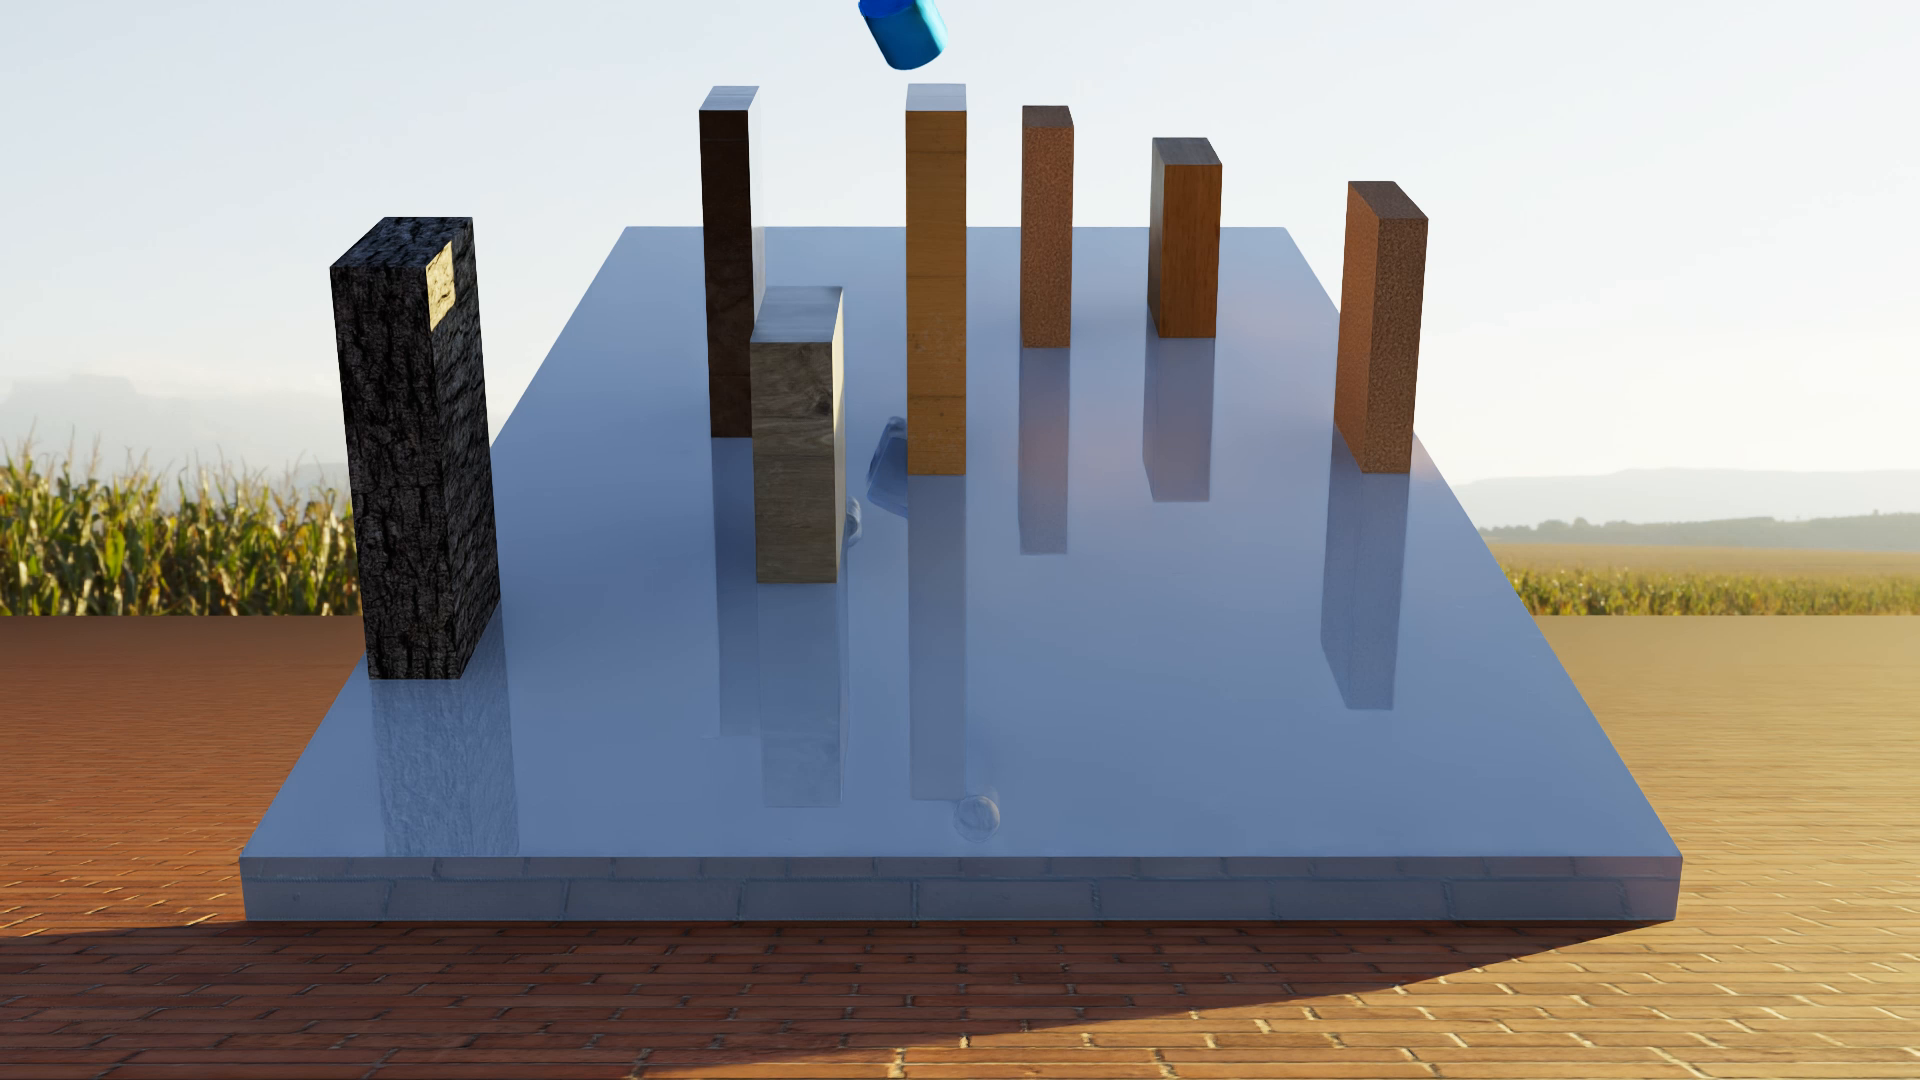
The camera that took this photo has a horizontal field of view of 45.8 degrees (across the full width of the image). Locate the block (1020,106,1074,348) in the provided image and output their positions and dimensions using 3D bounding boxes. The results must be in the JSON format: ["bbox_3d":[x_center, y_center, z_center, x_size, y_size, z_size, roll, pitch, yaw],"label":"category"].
[{"bbox_3d":[0.214,-0.784,5.660,0.116,0.545,0.309,0,20,0],"label":"block"}]

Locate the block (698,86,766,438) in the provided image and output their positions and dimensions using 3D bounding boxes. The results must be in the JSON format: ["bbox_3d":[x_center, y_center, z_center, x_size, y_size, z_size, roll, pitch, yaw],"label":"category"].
[{"bbox_3d":[-0.489,-0.609,4.950,0.102,0.707,0.316,0,20,0],"label":"block"}]

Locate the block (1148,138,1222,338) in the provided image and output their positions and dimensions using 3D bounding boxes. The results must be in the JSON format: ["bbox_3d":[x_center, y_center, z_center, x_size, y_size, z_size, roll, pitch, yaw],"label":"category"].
[{"bbox_3d":[0.570,-0.777,5.798,0.142,0.436,0.372,0,20,0],"label":"block"}]

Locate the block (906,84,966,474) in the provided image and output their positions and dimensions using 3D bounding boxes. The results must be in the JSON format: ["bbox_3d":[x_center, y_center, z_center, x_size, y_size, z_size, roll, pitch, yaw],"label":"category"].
[{"bbox_3d":[-0.048,-0.545,4.719,0.121,0.749,0.336,0,20,0],"label":"block"}]

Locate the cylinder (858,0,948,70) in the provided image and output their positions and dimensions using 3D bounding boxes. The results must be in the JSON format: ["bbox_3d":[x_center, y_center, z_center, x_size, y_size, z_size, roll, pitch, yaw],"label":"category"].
[{"bbox_3d":[-0.158,-1.464,6.403,0.195,0.195,0.195,-1,-37,27],"label":"cylinder"}]

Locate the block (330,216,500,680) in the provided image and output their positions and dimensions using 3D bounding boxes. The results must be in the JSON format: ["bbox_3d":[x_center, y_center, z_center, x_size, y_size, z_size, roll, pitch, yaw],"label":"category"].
[{"bbox_3d":[-0.891,-0.157,3.759,0.148,0.687,0.361,0,20,0],"label":"block"}]

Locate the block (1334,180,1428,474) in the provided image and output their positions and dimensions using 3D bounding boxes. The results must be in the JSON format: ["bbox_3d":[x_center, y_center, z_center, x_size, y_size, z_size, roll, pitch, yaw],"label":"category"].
[{"bbox_3d":[0.882,-0.455,4.789,0.099,0.535,0.379,0,20,0],"label":"block"}]

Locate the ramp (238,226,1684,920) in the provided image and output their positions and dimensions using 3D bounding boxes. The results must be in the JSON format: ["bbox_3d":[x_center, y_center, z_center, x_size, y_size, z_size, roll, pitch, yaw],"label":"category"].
[{"bbox_3d":[-0.005,-0.210,5.037,2.000,0.100,4.000,0,20,0],"label":"ramp"}]

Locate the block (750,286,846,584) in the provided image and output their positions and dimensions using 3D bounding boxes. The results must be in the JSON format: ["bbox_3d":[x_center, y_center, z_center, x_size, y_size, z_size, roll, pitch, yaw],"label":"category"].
[{"bbox_3d":[-0.296,-0.204,4.227,0.145,0.451,0.406,0,20,0],"label":"block"}]
